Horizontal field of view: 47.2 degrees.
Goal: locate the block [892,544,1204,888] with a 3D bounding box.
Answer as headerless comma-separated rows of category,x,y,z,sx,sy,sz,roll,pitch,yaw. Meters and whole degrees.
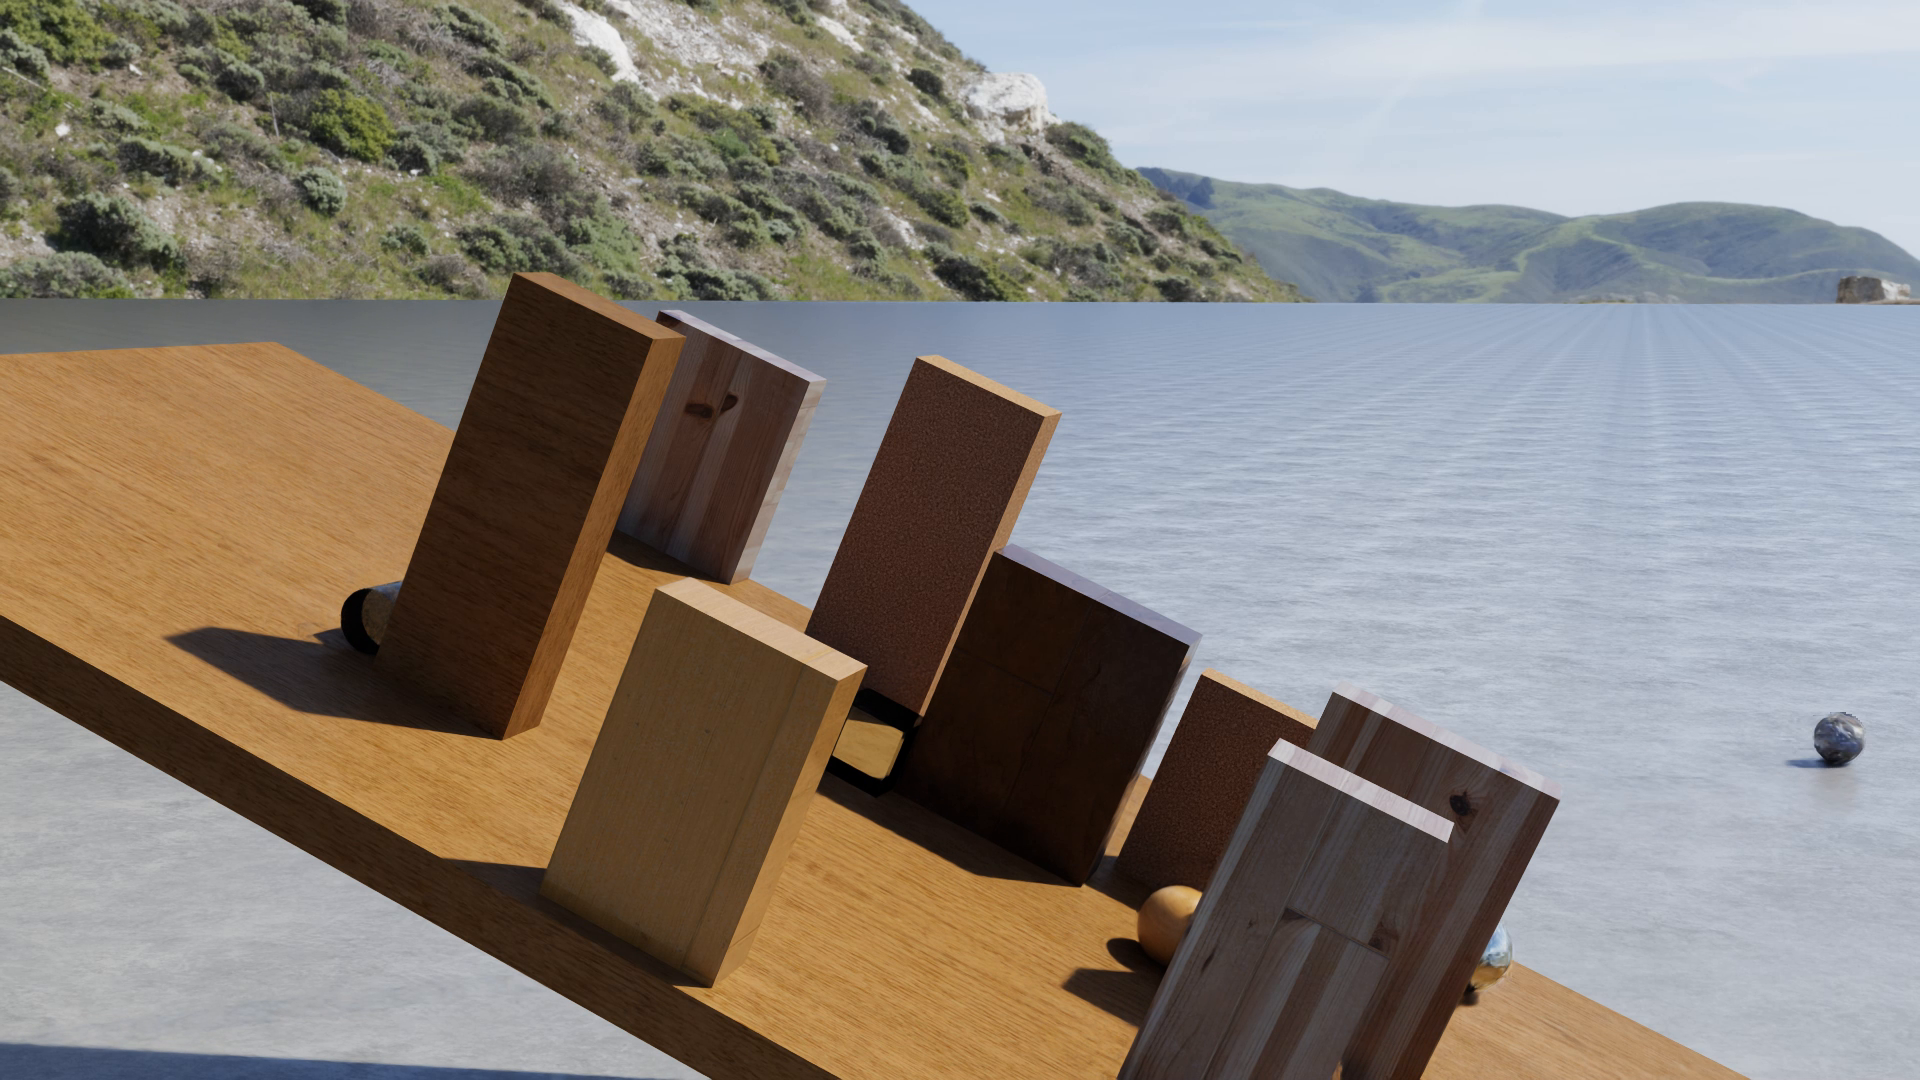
block,0.167,0.335,4.249,0.413,0.522,0.131,26,13,13

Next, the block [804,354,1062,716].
block,-0.073,-0.002,4.740,0.305,0.726,0.147,26,13,13

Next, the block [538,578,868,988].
block,-0.384,0.357,3.262,0.306,0.511,0.124,26,13,13

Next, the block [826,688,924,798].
block,-0.172,0.394,4.291,0.143,0.143,0.143,27,14,16

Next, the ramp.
ramp,-0.290,0.506,4.185,4.000,0.100,2.000,26,13,13

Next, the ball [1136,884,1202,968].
ball,0.396,0.702,3.992,0.151,0.151,0.151,0,7,0

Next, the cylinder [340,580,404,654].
cylinder,-1.025,0.138,3.938,0.117,0.117,0.117,2,7,18

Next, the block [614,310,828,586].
block,-0.602,-0.220,5.180,0.406,0.520,0.113,26,13,13

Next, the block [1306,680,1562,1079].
block,0.721,0.617,3.843,0.415,0.616,0.115,26,13,13

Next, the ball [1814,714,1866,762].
ball,3.340,0.754,8.354,0.185,0.185,0.185,0,7,0

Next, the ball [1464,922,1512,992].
ball,1.042,0.837,4.498,0.169,0.169,0.169,0,7,0

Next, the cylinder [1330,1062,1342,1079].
cylinder,0.500,0.861,3.519,0.157,0.157,0.157,30,22,28

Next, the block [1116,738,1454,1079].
block,0.469,0.645,3.288,0.282,0.625,0.119,26,13,13

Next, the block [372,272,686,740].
block,-0.745,-0.058,3.782,0.275,0.750,0.133,26,13,13

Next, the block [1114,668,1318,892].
block,0.581,0.540,4.321,0.415,0.435,0.080,26,13,13
